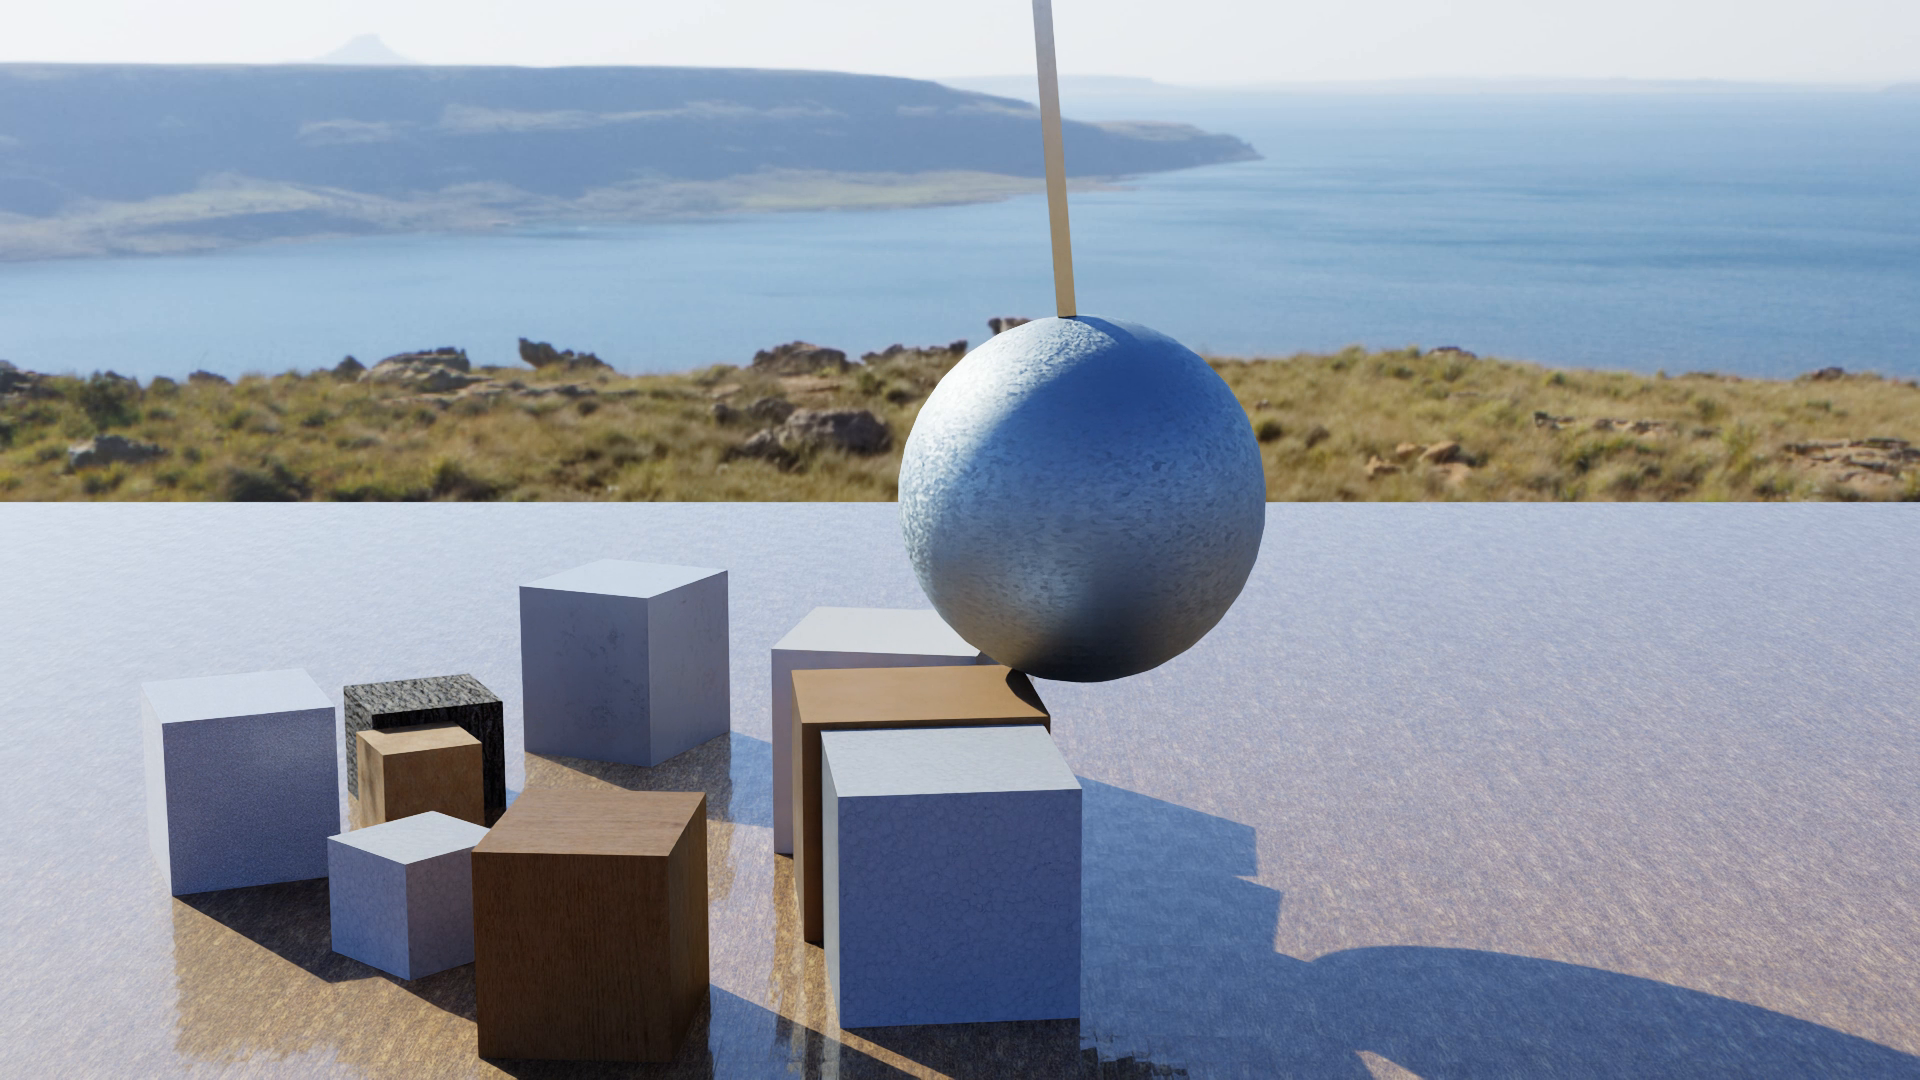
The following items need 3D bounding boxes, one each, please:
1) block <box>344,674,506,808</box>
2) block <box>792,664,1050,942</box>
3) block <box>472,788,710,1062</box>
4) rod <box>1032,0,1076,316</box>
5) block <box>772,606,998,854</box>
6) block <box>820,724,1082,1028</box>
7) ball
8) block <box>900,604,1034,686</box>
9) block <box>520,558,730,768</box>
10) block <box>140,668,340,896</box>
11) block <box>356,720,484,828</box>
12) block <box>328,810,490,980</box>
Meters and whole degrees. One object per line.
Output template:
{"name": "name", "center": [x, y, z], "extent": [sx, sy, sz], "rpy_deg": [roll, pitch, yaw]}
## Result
{"name": "block", "center": [-2.624, 1.007, 12.558], "extent": [0.631, 0.526, 0.636], "rpy_deg": [-5, 11, -25]}
{"name": "block", "center": [-0.186, 1.098, 10.946], "extent": [1.014, 0.922, 0.938], "rpy_deg": [-1, 10, -6]}
{"name": "block", "center": [-1.360, 1.422, 9.585], "extent": [0.709, 0.773, 0.820], "rpy_deg": [1, 10, 4]}
{"name": "rod", "center": [0.229, -3.512, 10.542], "extent": [0.080, 5.200, 0.080], "rpy_deg": [-5, 10, 1]}
{"name": "block", "center": [-0.311, 0.889, 12.010], "extent": [0.936, 0.954, 0.947], "rpy_deg": [2, 10, 9]}
{"name": "block", "center": [-0.055, 1.284, 10.008], "extent": [0.907, 0.893, 0.974], "rpy_deg": [-1, 10, -7]}
{"name": "ball", "center": [0.529, -0.179, 11.148], "extent": [1.600, 1.600, 1.600], "rpy_deg": [0, 10, 0]}
{"name": "block", "center": [0.009, 0.804, 12.839], "extent": [0.677, 0.824, 0.750], "rpy_deg": [1, 10, 6]}
{"name": "block", "center": [-1.765, 0.634, 13.602], "extent": [0.771, 0.885, 0.829], "rpy_deg": [5, 11, 24]}
{"name": "block", "center": [-3.239, 1.068, 11.540], "extent": [0.732, 0.769, 0.815], "rpy_deg": [-5, 11, -23]}
{"name": "block", "center": [-2.524, 1.144, 11.999], "extent": [0.464, 0.455, 0.470], "rpy_deg": [-5, 12, -27]}
{"name": "block", "center": [-2.177, 1.429, 10.376], "extent": [0.528, 0.476, 0.516], "rpy_deg": [9, 14, 42]}
